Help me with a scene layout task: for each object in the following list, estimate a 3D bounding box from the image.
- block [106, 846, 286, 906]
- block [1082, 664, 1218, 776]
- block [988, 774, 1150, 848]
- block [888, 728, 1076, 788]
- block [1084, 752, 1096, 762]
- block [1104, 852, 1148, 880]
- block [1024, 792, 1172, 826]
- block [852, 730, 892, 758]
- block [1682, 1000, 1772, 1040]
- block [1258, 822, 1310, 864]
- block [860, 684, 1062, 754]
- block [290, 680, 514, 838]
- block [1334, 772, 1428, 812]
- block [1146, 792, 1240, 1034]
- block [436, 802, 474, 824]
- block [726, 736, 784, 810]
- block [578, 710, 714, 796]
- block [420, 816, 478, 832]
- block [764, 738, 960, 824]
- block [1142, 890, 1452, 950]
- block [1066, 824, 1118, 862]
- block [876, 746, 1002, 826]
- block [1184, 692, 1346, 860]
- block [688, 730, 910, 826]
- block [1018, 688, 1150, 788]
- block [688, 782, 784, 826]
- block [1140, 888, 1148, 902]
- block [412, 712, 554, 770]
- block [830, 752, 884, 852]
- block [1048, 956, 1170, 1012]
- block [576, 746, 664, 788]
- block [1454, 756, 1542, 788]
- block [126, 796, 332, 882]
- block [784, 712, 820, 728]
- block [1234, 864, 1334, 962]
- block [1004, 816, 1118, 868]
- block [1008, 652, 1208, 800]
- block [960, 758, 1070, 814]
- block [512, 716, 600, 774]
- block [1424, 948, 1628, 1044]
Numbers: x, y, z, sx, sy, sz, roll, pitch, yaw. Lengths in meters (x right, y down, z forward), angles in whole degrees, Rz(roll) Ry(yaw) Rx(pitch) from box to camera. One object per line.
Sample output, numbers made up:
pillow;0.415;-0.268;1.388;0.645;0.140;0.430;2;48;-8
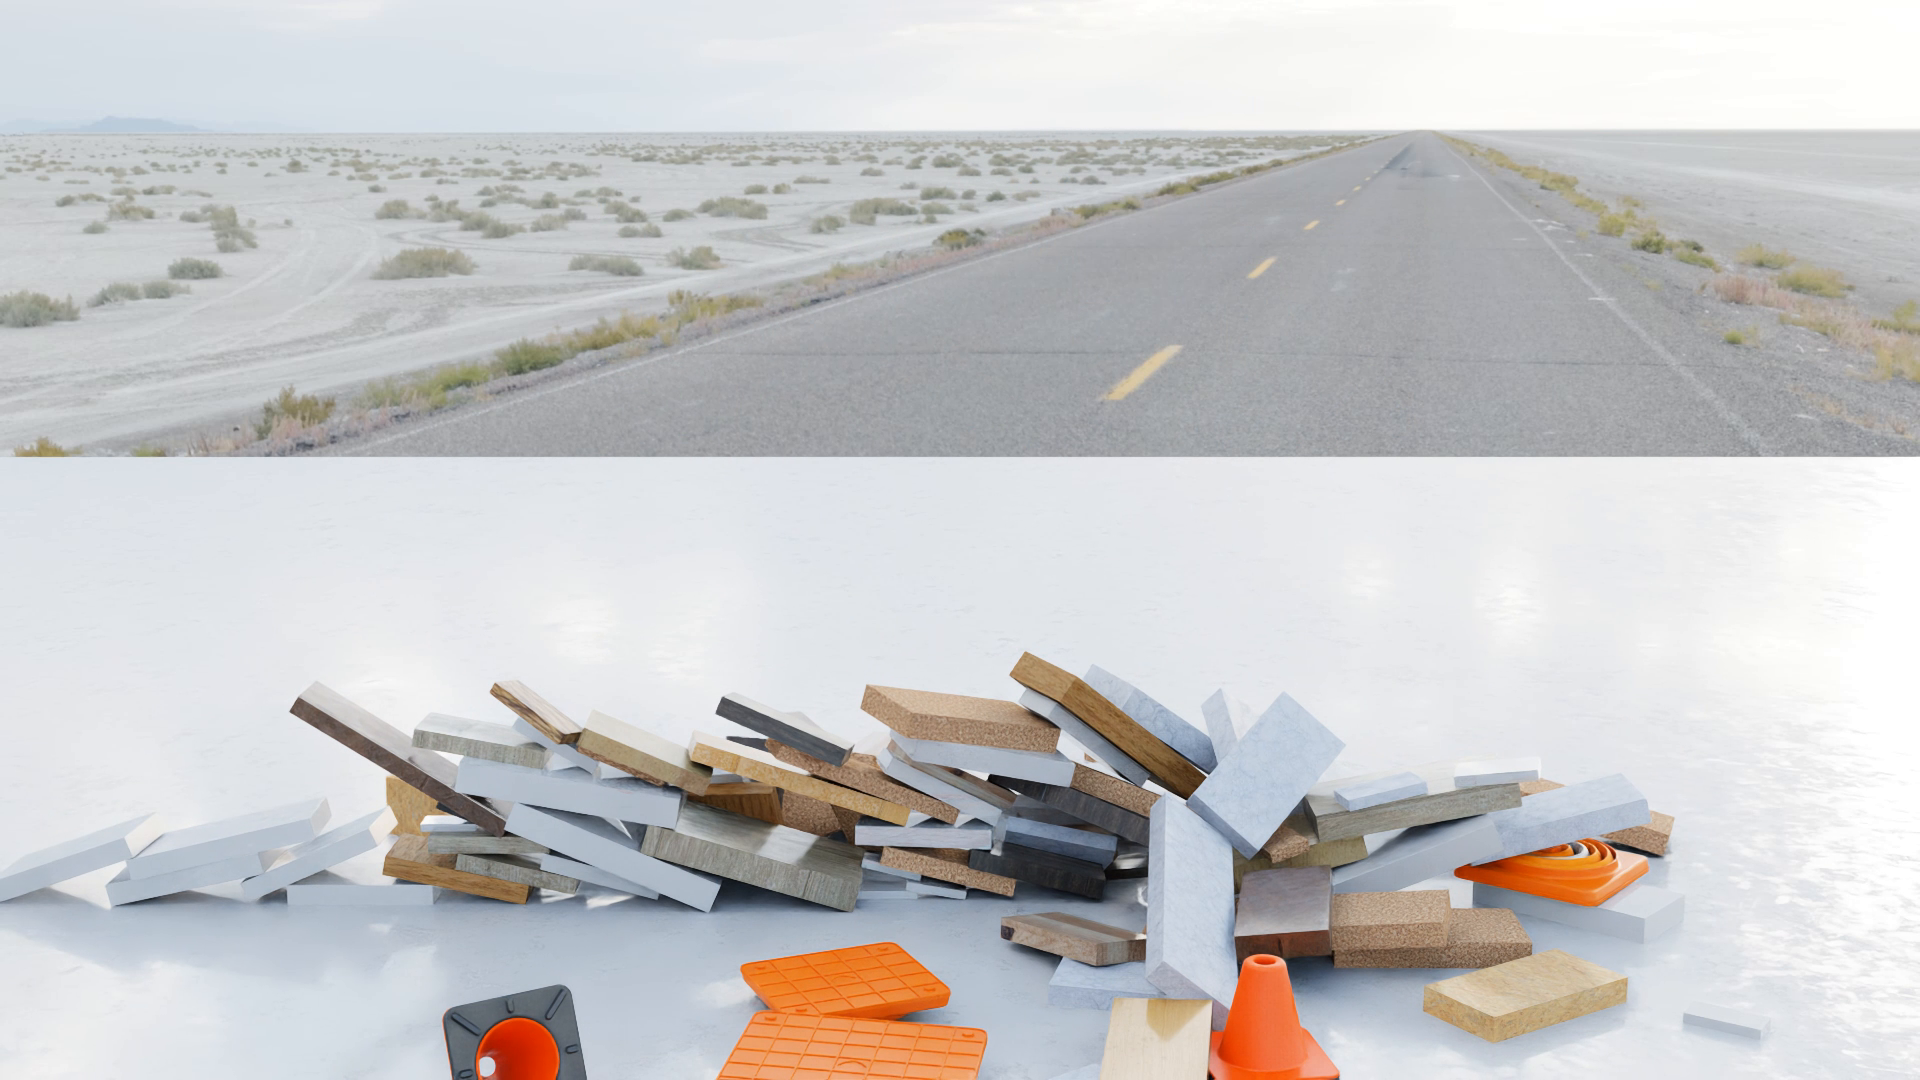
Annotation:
block;-1.271;0.544;3.664;0.259;0.037;0.130;-12;10;2
block;0.442;0.384;3.854;0.509;0.050;0.177;34;-3;-23
block;0.217;0.445;3.656;0.326;0.039;0.139;19;-4;31
block;0.036;0.346;3.623;0.278;0.039;0.139;12;8;-20
block;0.368;0.427;4.464;0.211;0.030;0.105;-7;13;-33
block;0.311;0.542;3.670;0.129;0.018;0.064;-10;12;33
block;0.245;0.481;3.940;0.275;0.026;0.093;-2;11;2
block;-0.163;0.432;4.433;0.109;0.031;0.218;4;11;20
block;1.091;0.683;3.127;0.108;0.015;0.054;7;13;34
block;0.517;0.493;3.596;0.066;0.019;0.132;-19;10;-10
block;0.002;0.295;3.620;0.299;0.042;0.149;10;9;-35
block;-0.908;0.360;3.616;0.396;0.030;0.107;32;9;-6
block;0.680;0.406;3.557;0.134;0.019;0.067;-12;10;-9
block;0.348;0.548;3.305;0.138;0.039;0.511;37;20;-9
block;-0.819;0.449;3.643;0.090;0.013;0.045;23;9;-4
block;-0.366;0.455;3.826;0.109;0.219;0.031;3;-16;15
block;-0.511;0.347;3.596;0.221;0.031;0.110;23;9;-6
block;-0.844;0.470;3.647;0.090;0.013;0.045;0;10;-1
block;-0.161;0.392;3.644;0.325;0.029;0.104;22;2;-17
block;0.518;0.589;3.382;0.456;0.038;0.135;-5;11;17
block;0.196;0.527;3.901;0.135;0.038;0.270;-1;11;-3
block;-0.035;0.409;3.664;0.207;0.029;0.104;27;0;-11
block;0.505;0.385;3.619;0.138;0.039;0.275;41;56;9
block;-0.267;0.394;3.646;0.372;0.031;0.110;19;2;-11
block;0.210;0.334;3.713;0.234;0.030;0.105;38;-7;-28
block;-0.412;0.466;3.758;0.211;0.105;0.030;-3;34;10
block;0.349;0.544;3.548;0.064;0.018;0.129;-25;2;35
block;-0.779;0.329;3.610;0.214;0.030;0.107;10;10;-1
block;-0.168;0.455;3.814;0.118;0.237;0.034;6;47;28
block;0.254;0.656;3.224;0.230;0.033;0.115;3;11;14
block;-0.550;0.357;3.612;0.151;0.021;0.076;23;9;-5
block;0.866;0.374;3.543;0.132;0.019;0.066;-7;11;19
block;-1.212;0.495;3.654;0.305;0.037;0.130;-13;10;-2
block;-0.290;0.419;4.264;0.034;0.118;0.237;-4;11;-20
block;0.493;0.562;3.330;0.137;0.039;0.274;-6;10;11
block;0.168;0.515;3.720;0.185;0.026;0.093;11;-30;4
block;0.259;0.322;3.732;0.355;0.050;0.177;38;-7;-28
block;0.047;0.469;4.115;0.370;0.033;0.115;-12;15;-23
block;-0.659;0.327;3.613;0.151;0.021;0.076;31;9;-6
block;0.821;0.659;3.191;0.274;0.039;0.137;-7;12;-32
